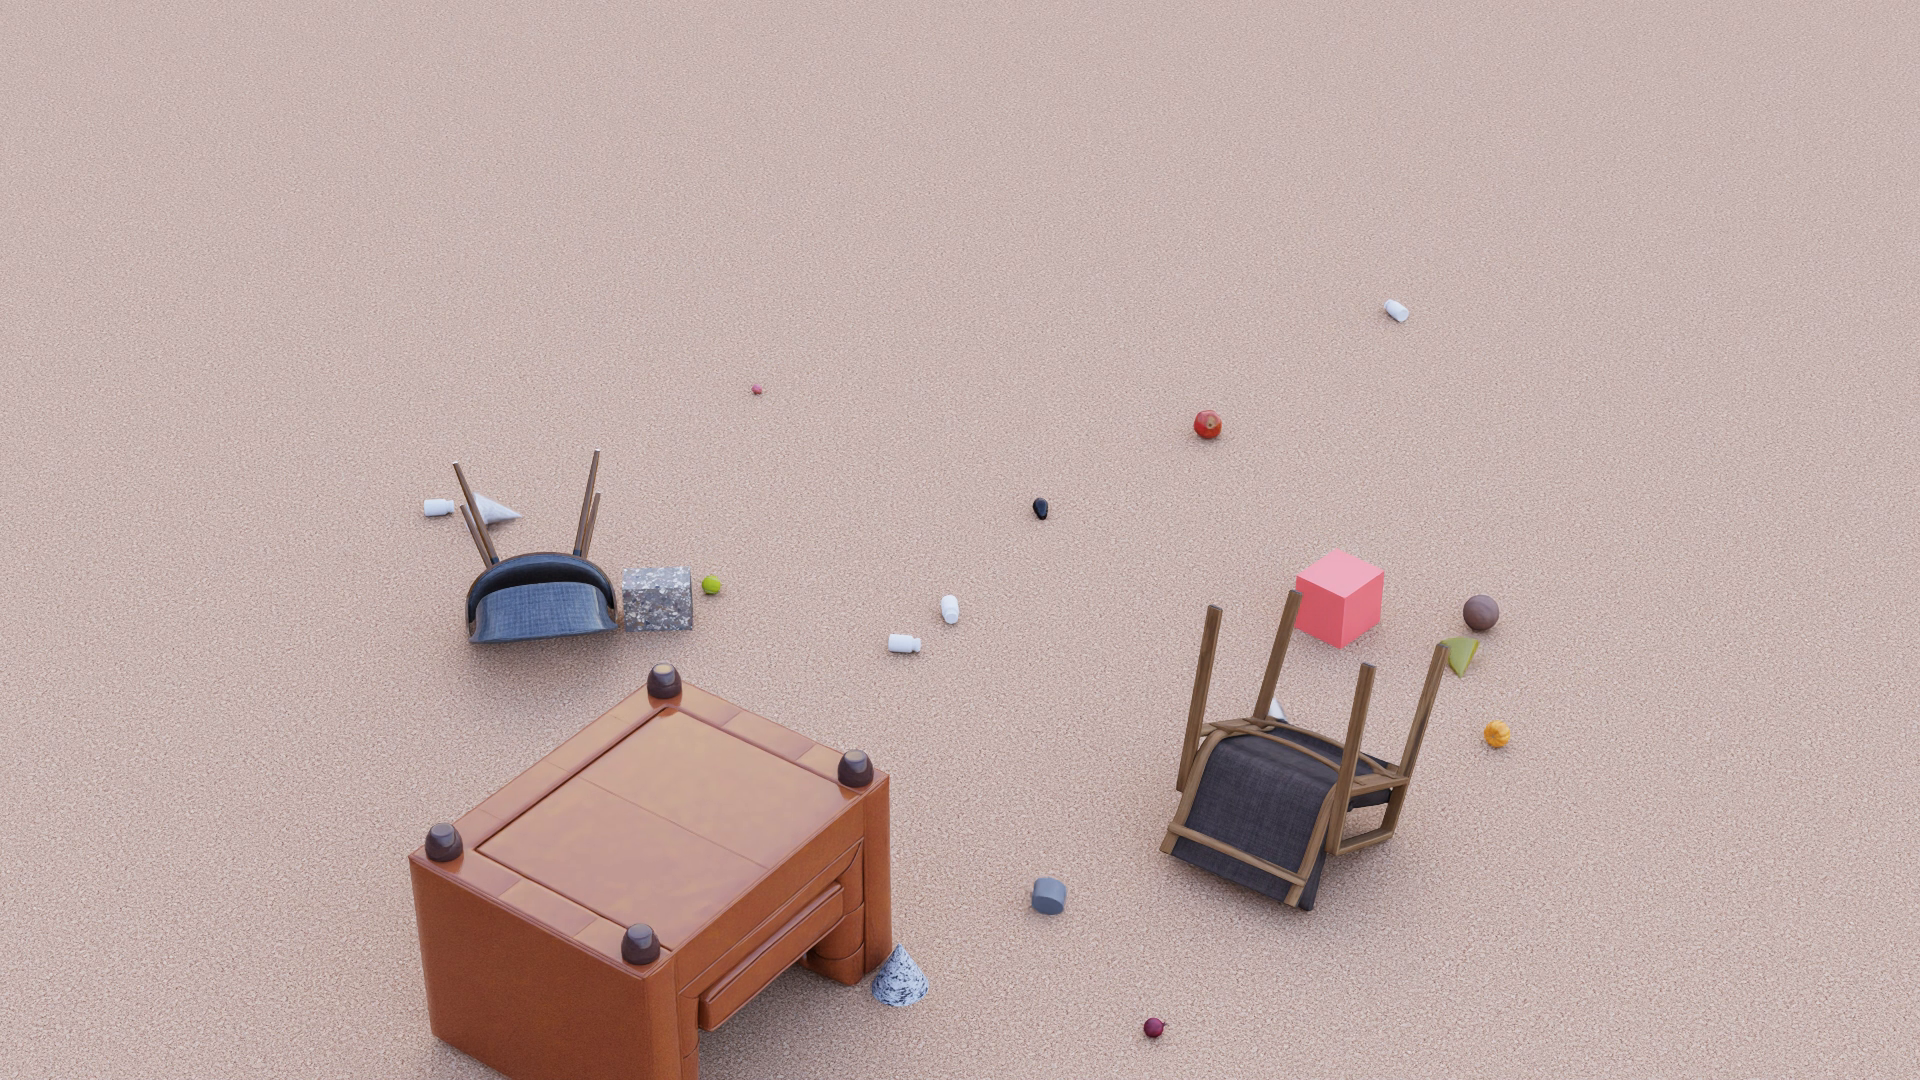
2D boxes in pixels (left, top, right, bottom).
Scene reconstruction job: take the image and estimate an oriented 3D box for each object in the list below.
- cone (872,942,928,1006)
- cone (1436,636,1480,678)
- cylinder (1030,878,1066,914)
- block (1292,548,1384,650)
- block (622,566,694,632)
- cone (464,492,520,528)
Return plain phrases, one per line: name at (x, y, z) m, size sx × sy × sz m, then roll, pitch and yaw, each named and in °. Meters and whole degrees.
cone at (-0.181, 1.280, 8.840) m, size 0.171 × 0.178 × 0.180 m, roll 25°, pitch 41°, yaw 32°
cone at (1.744, 0.427, 10.249) m, size 0.154 × 0.106 × 0.141 m, roll -6°, pitch 54°, yaw 11°
cylinder at (0.277, 1.115, 9.186) m, size 0.102 × 0.069 × 0.093 m, roll 16°, pitch 34°, yaw -1°
block at (1.346, 0.208, 10.428) m, size 0.212 × 0.220 × 0.235 m, roll 27°, pitch 42°, yaw 35°
block at (-1.077, 0.211, 10.457) m, size 0.238 × 0.183 × 0.133 m, roll -2°, pitch 33°, yaw -3°
cone at (-1.743, -0.101, 11.037) m, size 0.207 × 0.139 × 0.145 m, roll 7°, pitch 10°, yaw -24°
